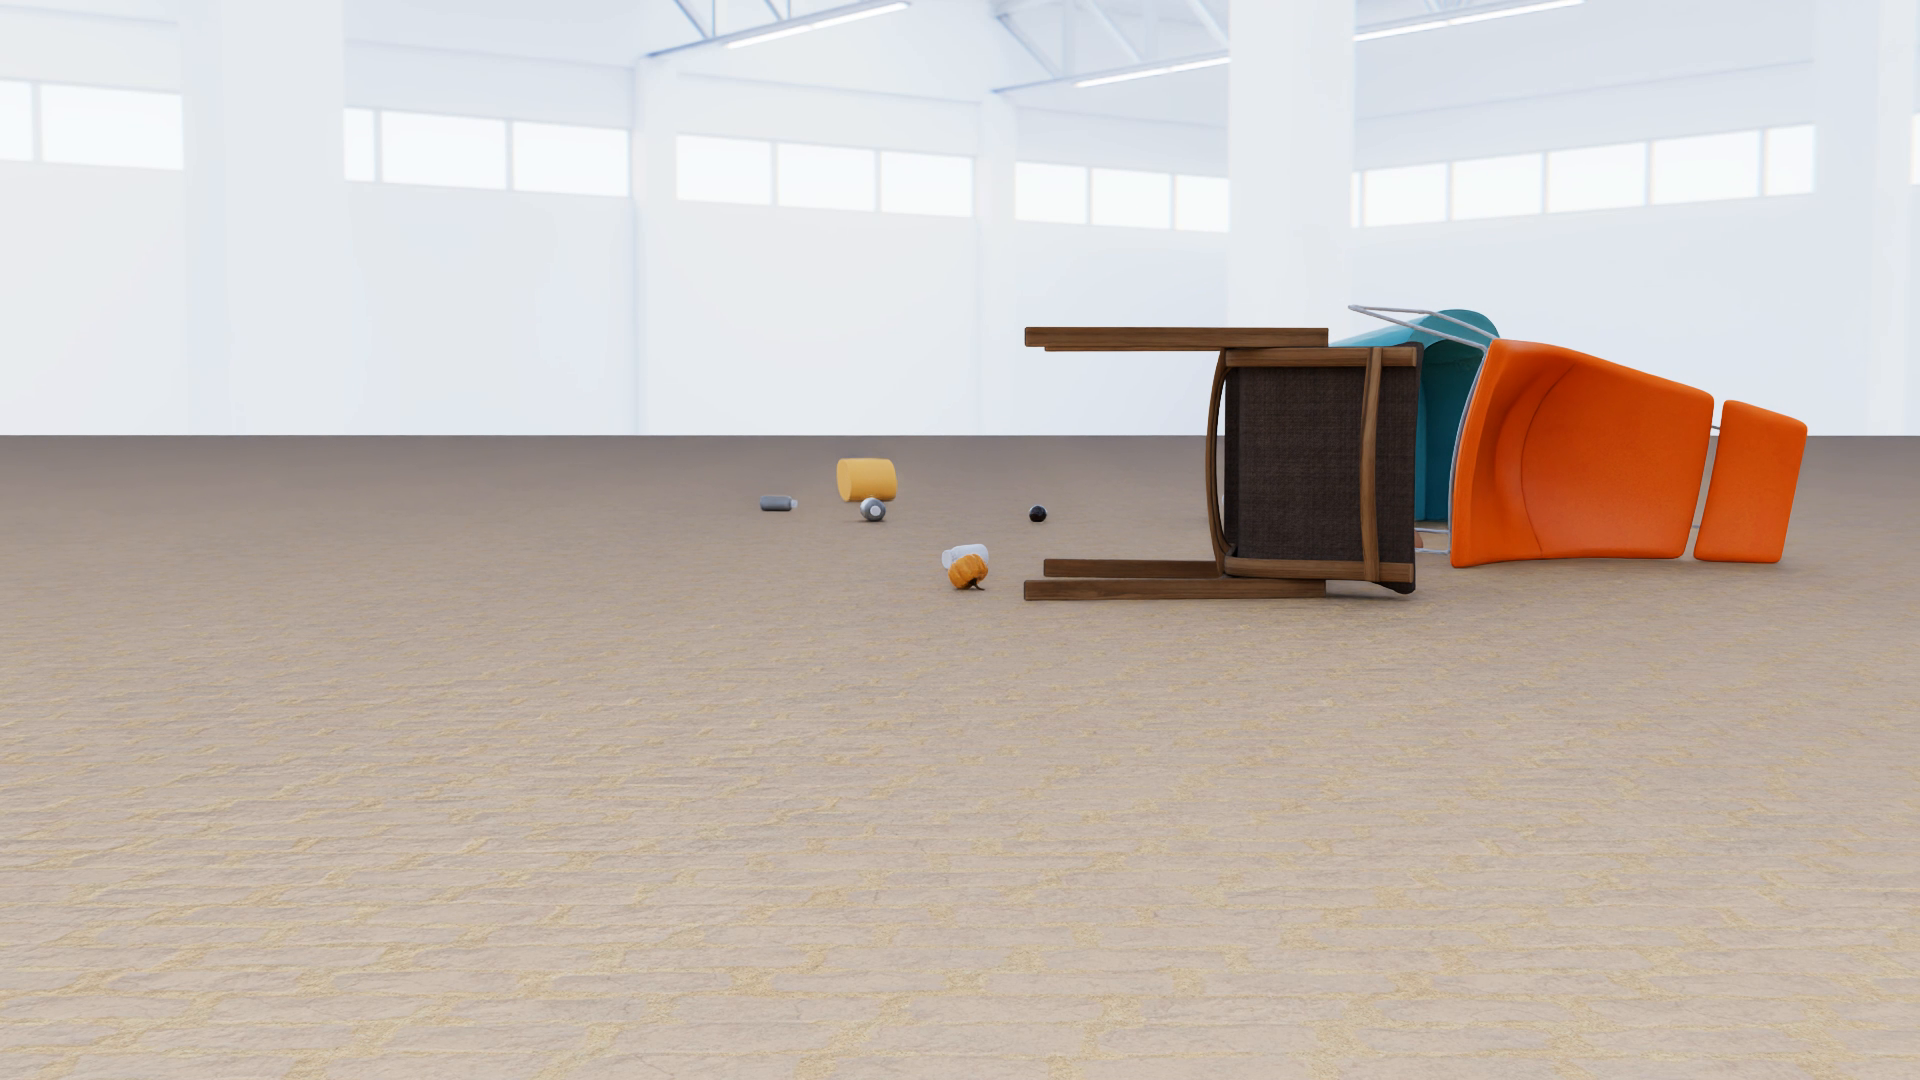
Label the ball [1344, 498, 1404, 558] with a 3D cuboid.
[{"bbox_3d":[1.108,-0.033,5.877,0.158,0.158,0.158,0,4,0],"label":"ball"}]

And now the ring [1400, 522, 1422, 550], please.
[{"bbox_3d":[1.216,-0.033,6.135,0.185,0.038,0.115,41,29,16],"label":"ring"}]

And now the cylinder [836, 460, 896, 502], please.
[{"bbox_3d":[-0.375,-0.240,8.841,0.195,0.147,0.189,-2,44,-22],"label":"cylinder"}]
